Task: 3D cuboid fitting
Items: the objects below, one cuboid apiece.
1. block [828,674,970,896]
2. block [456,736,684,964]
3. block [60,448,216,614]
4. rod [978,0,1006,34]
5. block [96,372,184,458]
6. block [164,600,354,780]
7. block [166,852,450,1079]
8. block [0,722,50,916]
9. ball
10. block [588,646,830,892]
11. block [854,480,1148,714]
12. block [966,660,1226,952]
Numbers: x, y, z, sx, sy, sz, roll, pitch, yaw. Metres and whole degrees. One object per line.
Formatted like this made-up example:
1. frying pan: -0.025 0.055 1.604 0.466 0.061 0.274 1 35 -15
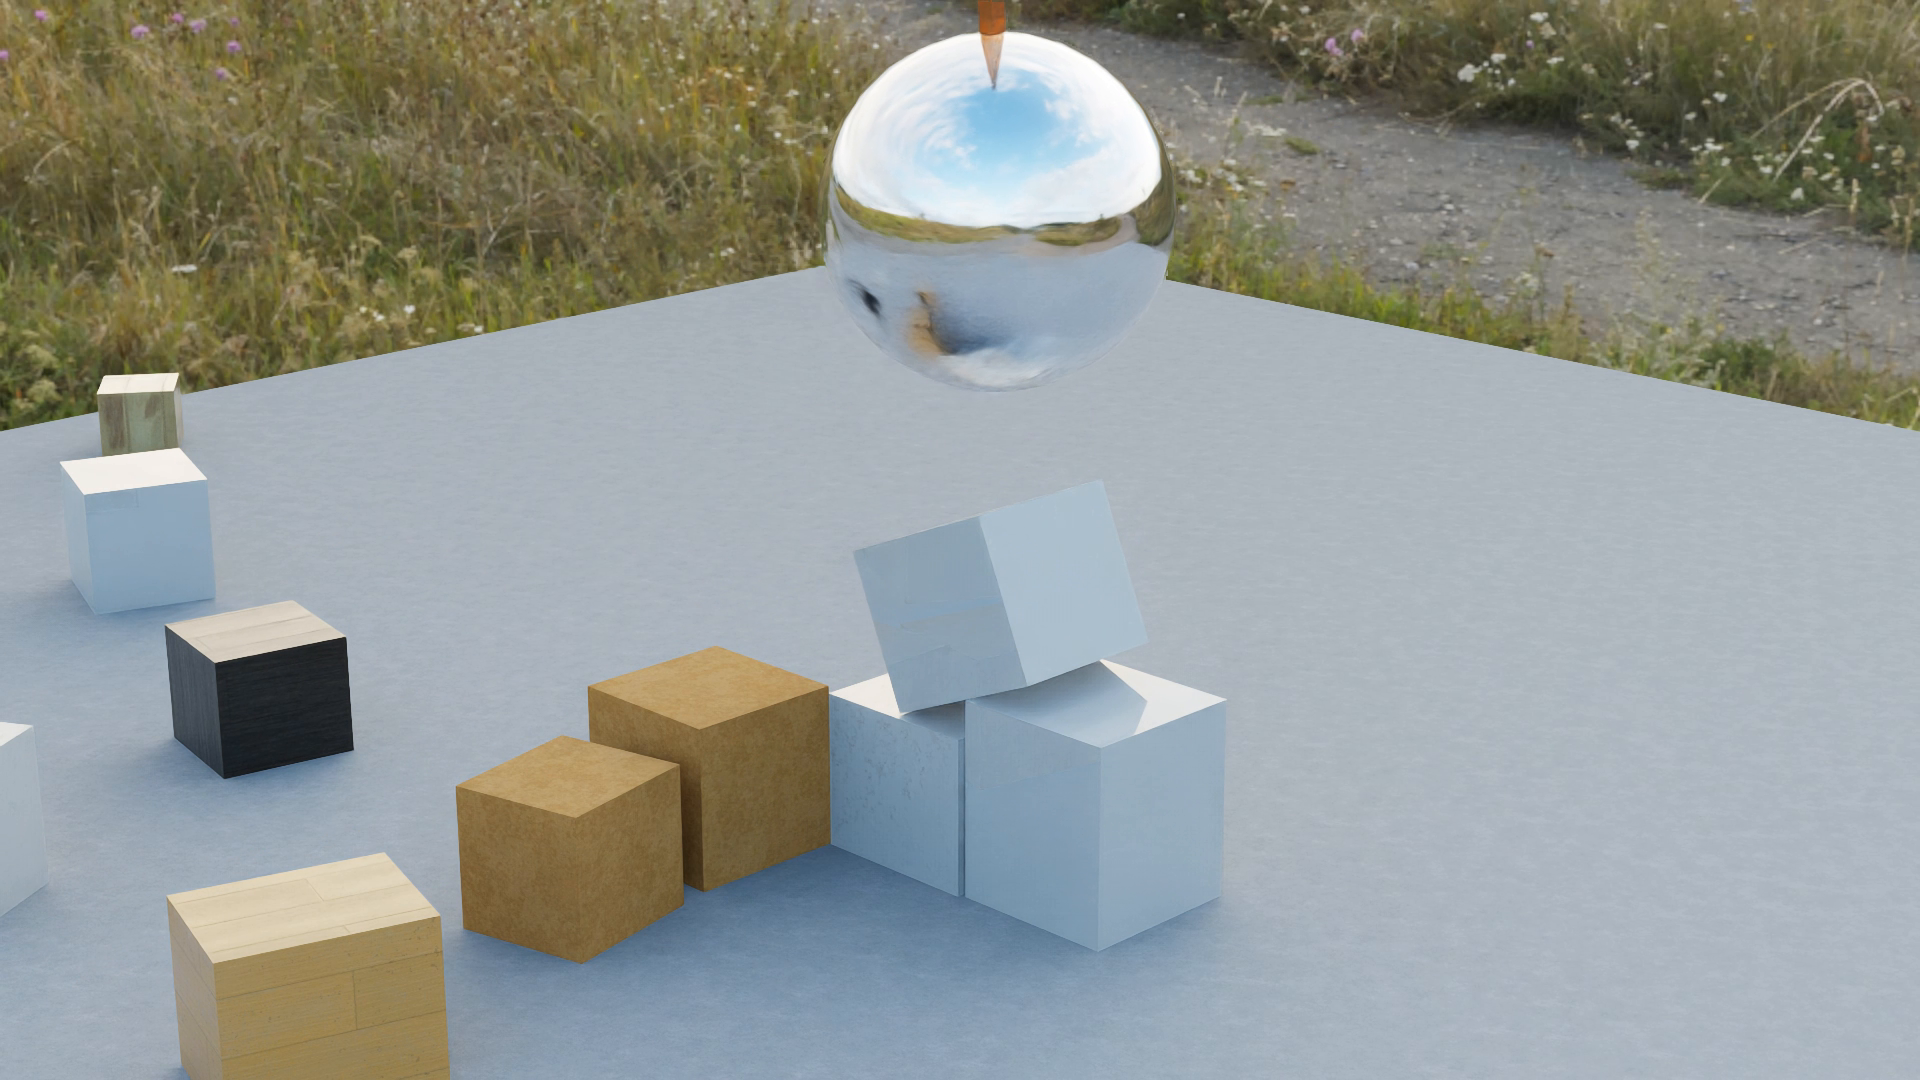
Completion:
1. block: 0.002 1.066 13.690 0.877 0.756 0.846 -17 24 -42
2. block: -1.711 1.350 12.921 0.669 0.676 0.718 11 20 31
3. block: -4.858 -0.061 17.328 0.701 0.726 0.750 -8 19 -25
4. rod: 0.070 -4.671 11.947 0.080 5.200 0.080 17 26 42
5. block: -5.688 -0.871 20.370 0.509 0.448 0.505 -3 18 -10
6. block: -3.569 0.751 14.932 0.689 0.614 0.697 -12 21 -33
7. block: -2.554 1.768 11.499 0.882 0.731 0.691 -9 20 -27
8. block: -4.689 1.283 12.991 0.873 0.763 0.841 5 18 15
9. ball: 0.162 -1.457 13.053 1.600 1.600 1.600 0 17 0
10. block: -1.165 1.051 13.684 0.793 0.789 0.785 16 24 42
11. block: 0.184 0.256 13.269 0.814 0.768 0.847 -17 1 -44
12. block: 0.601 1.157 13.089 0.808 0.944 0.827 17 24 42
